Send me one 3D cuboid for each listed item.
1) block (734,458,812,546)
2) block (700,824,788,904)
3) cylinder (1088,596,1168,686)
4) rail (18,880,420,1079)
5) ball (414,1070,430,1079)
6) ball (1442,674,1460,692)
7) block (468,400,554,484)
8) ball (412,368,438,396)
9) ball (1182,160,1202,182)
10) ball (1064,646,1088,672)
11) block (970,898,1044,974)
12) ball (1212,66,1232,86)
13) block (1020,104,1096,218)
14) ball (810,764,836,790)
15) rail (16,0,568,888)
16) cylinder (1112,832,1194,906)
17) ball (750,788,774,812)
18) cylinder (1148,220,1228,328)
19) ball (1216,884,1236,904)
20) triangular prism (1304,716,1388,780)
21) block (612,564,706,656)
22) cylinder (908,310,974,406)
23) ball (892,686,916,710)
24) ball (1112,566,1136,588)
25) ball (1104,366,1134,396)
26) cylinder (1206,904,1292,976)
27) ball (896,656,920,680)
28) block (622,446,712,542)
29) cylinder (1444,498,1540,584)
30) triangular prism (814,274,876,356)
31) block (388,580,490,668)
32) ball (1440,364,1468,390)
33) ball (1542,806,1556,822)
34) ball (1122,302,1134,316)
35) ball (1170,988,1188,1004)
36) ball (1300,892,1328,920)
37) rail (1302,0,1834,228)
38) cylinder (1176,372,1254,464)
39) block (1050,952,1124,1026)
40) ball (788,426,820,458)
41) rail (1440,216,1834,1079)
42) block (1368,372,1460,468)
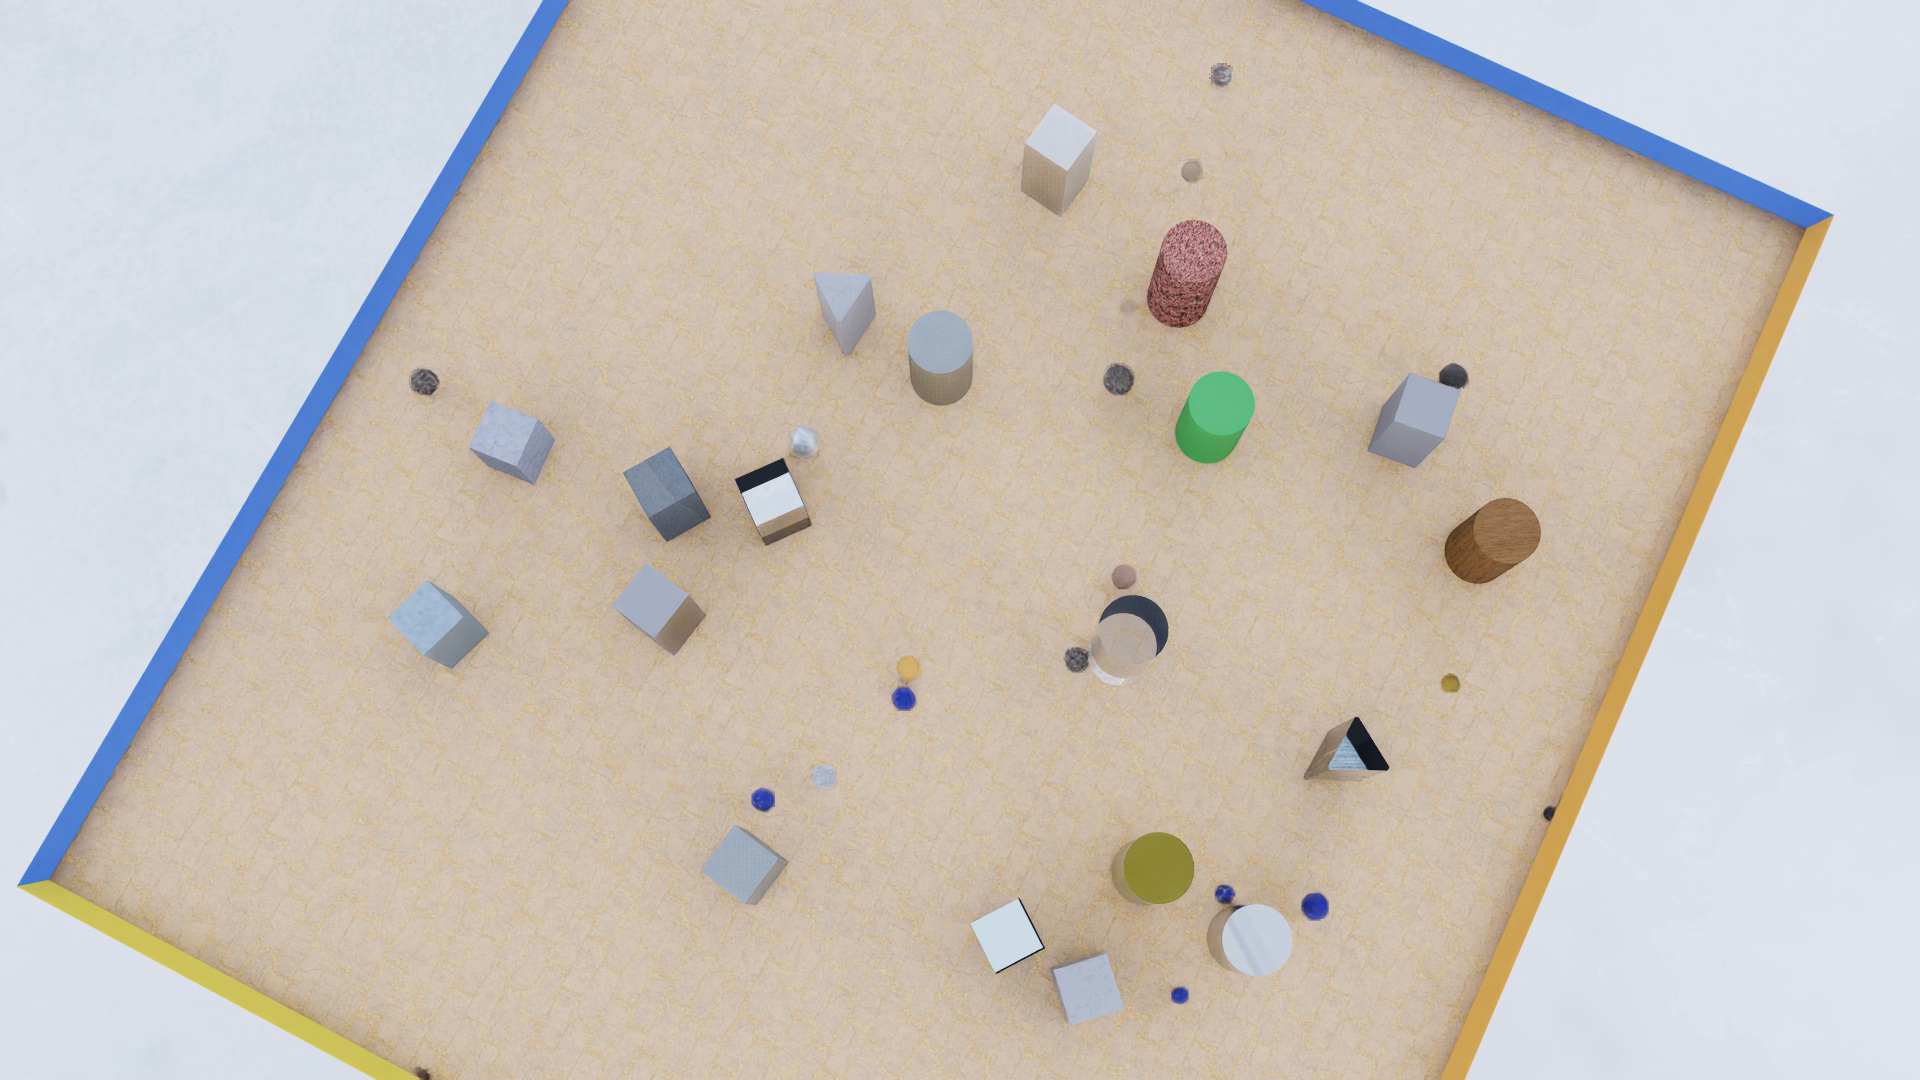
[{"bbox_3d":[-0.556,-0.111,5.492,0.156,0.288,0.156,-24,79,-5],"label":"block"},{"bbox_3d":[-0.614,0.935,5.258,0.156,0.323,0.156,36,81,7],"label":"block"},{"bbox_3d":[0.481,0.296,5.312,0.194,0.476,0.194,0,78,0],"label":"cylinder"},{"bbox_3d":[-0.944,1.856,5.167,3.948,0.126,0.045,26,80,5],"label":"rail"},{"bbox_3d":[-1.549,1.545,5.275,0.043,0.043,0.043,0,78,0],"label":"ball"},{"bbox_3d":[1.473,0.429,5.500,0.055,0.055,0.055,0,78,0],"label":"ball"},{"bbox_3d":[-1.356,-0.293,5.556,0.156,0.238,0.156,21,79,4],"label":"block"},{"bbox_3d":[-1.657,-0.489,5.676,0.082,0.082,0.082,0,78,0],"label":"ball"},{"bbox_3d":[0.736,-1.171,5.825,0.066,0.066,0.066,0,78,0],"label":"ball"},{"bbox_3d":[0.350,0.358,5.505,0.073,0.073,0.073,0,78,0],"label":"ball"},{"bbox_3d":[0.134,1.134,5.256,0.156,0.246,0.156,-27,80,-5],"label":"block"},{"bbox_3d":[0.844,-1.492,5.893,0.064,0.064,0.064,0,78,0],"label":"ball"},{"bbox_3d":[0.302,-1.169,5.670,0.156,0.369,0.156,35,80,7],"label":"block"},{"bbox_3d":[-0.405,0.703,5.432,0.077,0.077,0.077,0,78,0],"label":"ball"},{"bbox_3d":[-1.744,-0.847,5.726,0.045,0.126,4.269,26,80,5],"label":"rail"},{"bbox_3d":[0.545,0.939,5.215,0.194,0.406,0.194,0,78,0],"label":"cylinder"},{"bbox_3d":[-0.584,0.768,5.422,0.069,0.069,0.069,0,78,0],"label":"ball"},{"bbox_3d":[0.686,-0.804,5.570,0.194,0.416,0.194,0,78,0],"label":"cylinder"},{"bbox_3d":[0.779,1.038,5.373,0.055,0.055,0.055,0,78,0],"label":"ball"},{"bbox_3d":[1.111,0.604,5.300,0.168,0.375,0.146,0,78,0],"label":"triangular prism"},{"bbox_3d":[-0.880,0.208,5.387,0.156,0.365,0.156,36,81,7],"label":"block"},{"bbox_3d":[-0.058,-0.548,5.555,0.194,0.342,0.194,0,78,0],"label":"cylinder"},{"bbox_3d":[-0.169,0.474,5.482,0.071,0.071,0.071,0,78,0],"label":"ball"},{"bbox_3d":[0.496,0.114,5.555,0.069,0.069,0.069,0,78,0],"label":"ball"},{"bbox_3d":[0.490,-0.494,5.671,0.093,0.093,0.093,0,78,0],"label":"ball"},{"bbox_3d":[0.821,1.137,5.217,0.194,0.323,0.194,0,78,0],"label":"cylinder"},{"bbox_3d":[-0.157,0.383,5.502,0.074,0.074,0.074,0,78,0],"label":"ball"},{"bbox_3d":[-0.870,-0.133,5.467,0.156,0.347,0.156,-30,80,-6],"label":"block"},{"bbox_3d":[1.580,0.006,5.450,0.194,0.324,0.194,0,78,0],"label":"cylinder"},{"bbox_3d":[-0.372,-0.717,5.590,0.146,0.343,0.168,32,80,6],"label":"triangular prism"},{"bbox_3d":[-1.537,0.253,5.413,0.156,0.296,0.156,44,82,8],"label":"block"},{"bbox_3d":[1.528,-0.504,5.677,0.085,0.085,0.085,0,78,0],"label":"ball"},{"bbox_3d":[1.749,0.811,5.426,0.045,0.045,0.045,0,78,0],"label":"ball"},{"bbox_3d":[0.528,-0.726,5.746,0.041,0.041,0.041,0,78,0],"label":"ball"},{"bbox_3d":[0.636,1.323,5.318,0.049,0.049,0.049,0,78,0],"label":"ball"},{"bbox_3d":[1.036,1.069,5.355,0.078,0.078,0.078,0,78,0],"label":"ball"},{"bbox_3d":[0.944,-1.842,5.932,3.948,0.126,0.045,26,80,5],"label":"rail"},{"bbox_3d":[0.765,-0.365,5.520,0.194,0.337,0.194,0,78,0],"label":"cylinder"},{"bbox_3d":[0.358,1.275,5.219,0.156,0.262,0.156,-17,79,-3],"label":"block"},{"bbox_3d":[-0.479,-0.299,5.629,0.097,0.097,0.097,0,78,0],"label":"ball"},{"bbox_3d":[1.744,0.861,5.373,0.045,0.126,4.269,26,80,5],"label":"rail"},{"bbox_3d":[1.361,-0.356,5.509,0.156,0.355,0.156,20,79,4],"label":"block"}]
